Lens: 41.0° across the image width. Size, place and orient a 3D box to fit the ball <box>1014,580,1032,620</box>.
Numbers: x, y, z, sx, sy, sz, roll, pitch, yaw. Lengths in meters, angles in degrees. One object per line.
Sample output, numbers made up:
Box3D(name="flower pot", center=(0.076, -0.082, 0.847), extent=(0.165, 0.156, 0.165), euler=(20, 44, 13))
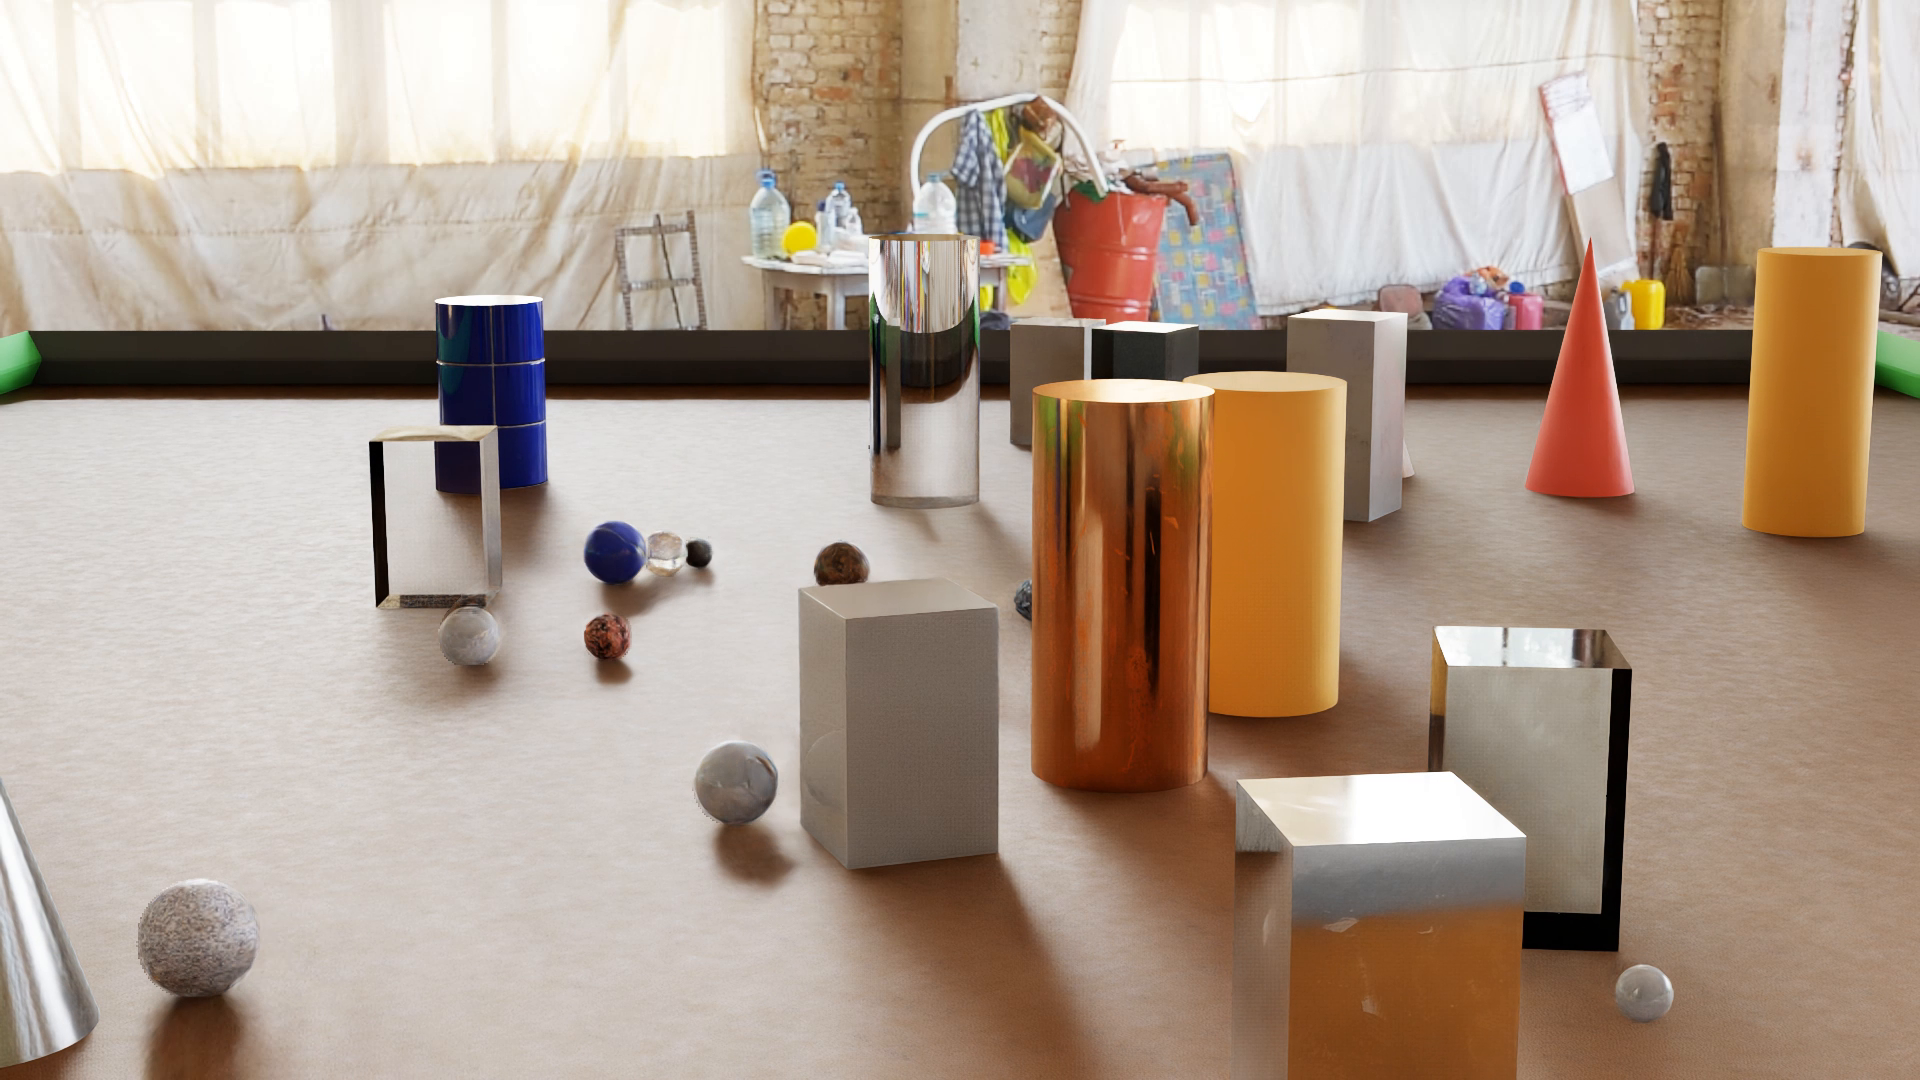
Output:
Box3D(name="ball", center=(0.100, 0.079, 3.370), extent=(0.057, 0.057, 0.057), euler=(0, 11, 0))

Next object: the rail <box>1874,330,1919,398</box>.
Box3D(name="rail", center=(2.082, 0.029, 3.461), extent=(0.045, 0.120, 4.886), euler=(0, 11, 0))

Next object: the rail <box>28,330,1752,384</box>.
Box3D(name="rail", center=(-0.014, -0.414, 5.828), extent=(4.212, 0.120, 0.045), euler=(0, 11, 0))

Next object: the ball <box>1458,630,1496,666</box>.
Box3D(name="ball", center=(0.630, 0.131, 3.123), extent=(0.044, 0.044, 0.044), euler=(0, 11, 0))

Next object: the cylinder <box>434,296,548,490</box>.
Box3D(name="cylinder", center=(-0.815, -0.259, 4.466), extent=(0.184, 0.317, 0.184), euler=(0, 11, 0))

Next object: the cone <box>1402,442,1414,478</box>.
Box3D(name="cone", center=(0.721, -0.260, 4.572), extent=(0.184, 0.281, 0.184), euler=(0, 11, 0))

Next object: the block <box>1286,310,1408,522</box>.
Box3D(name="block", center=(0.626, -0.205, 4.168), extent=(0.147, 0.321, 0.147), euler=(6, 12, 29))

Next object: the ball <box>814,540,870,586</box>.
Box3D(name="ball", center=(-0.163, 0.039, 3.524), extent=(0.077, 0.077, 0.077), euler=(0, 11, 0))

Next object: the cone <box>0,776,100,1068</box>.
Box3D(name="cone", center=(-0.752, 0.224, 1.927), extent=(0.184, 0.302, 0.184), euler=(0, 11, 0))

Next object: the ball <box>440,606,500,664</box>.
Box3D(name="ball", center=(-0.598, 0.116, 3.129), extent=(0.071, 0.071, 0.071), euler=(0, 11, 0))

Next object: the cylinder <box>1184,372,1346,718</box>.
Box3D(name="cylinder", center=(0.345, 0.001, 2.938), extent=(0.184, 0.368, 0.184), euler=(0, 11, 0))

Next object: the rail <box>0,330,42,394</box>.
Box3D(name="rail", center=(-2.082, 0.033, 3.438), extent=(0.045, 0.120, 4.886), euler=(0, 11, 0))

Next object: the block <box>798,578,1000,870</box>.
Box3D(name="block", center=(-0.059, 0.168, 2.411), extent=(0.147, 0.234, 0.147), euler=(-4, 11, -20))

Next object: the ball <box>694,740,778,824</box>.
Box3D(name="ball", center=(-0.216, 0.233, 2.476), extent=(0.081, 0.081, 0.081), euler=(0, 11, 0))

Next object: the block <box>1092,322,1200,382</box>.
Box3D(name="block", center=(0.339, -0.267, 4.702), extent=(0.147, 0.247, 0.147), euler=(6, 12, 29))

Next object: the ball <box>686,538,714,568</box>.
Box3D(name="ball", center=(-0.380, 0.019, 3.728), extent=(0.043, 0.043, 0.043), euler=(0, 11, 0))

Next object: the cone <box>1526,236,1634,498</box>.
Box3D(name="cone", center=(1.068, -0.303, 4.382), extent=(0.184, 0.434, 0.184), euler=(0, 11, 0))

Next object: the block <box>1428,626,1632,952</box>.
Box3D(name="block", center=(0.479, 0.208, 2.180), extent=(0.147, 0.240, 0.147), euler=(1, 11, 5))

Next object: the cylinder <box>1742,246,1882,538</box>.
Box3D(name="cylinder", center=(1.333, -0.235, 4.018), extent=(0.184, 0.434, 0.184), euler=(0, 11, 0))

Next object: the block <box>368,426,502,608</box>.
Box3D(name="block", center=(-0.714, -0.033, 3.506), extent=(0.147, 0.227, 0.147), euler=(0, 11, -1))

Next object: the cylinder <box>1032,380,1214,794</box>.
Box3D(name="cylinder", center=(0.166, 0.043, 2.636), extent=(0.184, 0.397, 0.184), euler=(0, 11, 0))

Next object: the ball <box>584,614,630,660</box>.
Box3D(name="ball", center=(-0.434, 0.119, 3.155), extent=(0.057, 0.057, 0.057), euler=(0, 11, 0))

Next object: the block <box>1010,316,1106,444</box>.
Box3D(name="block", center=(0.189, -0.307, 4.957), extent=(0.147, 0.231, 0.147), euler=(4, 11, 19))

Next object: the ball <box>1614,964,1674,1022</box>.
Box3D(name="ball", center=(0.525, 0.348, 1.968), extent=(0.043, 0.043, 0.043), euler=(0, 11, 0))

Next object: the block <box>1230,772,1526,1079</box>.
Box3D(name="block", center=(0.267, 0.297, 1.667), extent=(0.147, 0.255, 0.147), euler=(-1, 11, -7))

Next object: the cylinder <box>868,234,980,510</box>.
Box3D(name="cylinder", center=(-0.059, -0.283, 4.267), extent=(0.184, 0.438, 0.184), euler=(0, 11, 0))

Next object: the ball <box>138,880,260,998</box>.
Box3D(name="ball", center=(-0.598, 0.313, 2.020), extent=(0.092, 0.092, 0.092), euler=(0, 11, 0))

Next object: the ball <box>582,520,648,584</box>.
Box3D(name="ball", center=(-0.486, 0.016, 3.614), extent=(0.090, 0.090, 0.090), euler=(0, 11, 0))

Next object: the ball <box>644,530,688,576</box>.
Box3D(name="ball", center=(-0.423, 0.019, 3.668), extent=(0.066, 0.066, 0.066), euler=(0, 11, 0))
